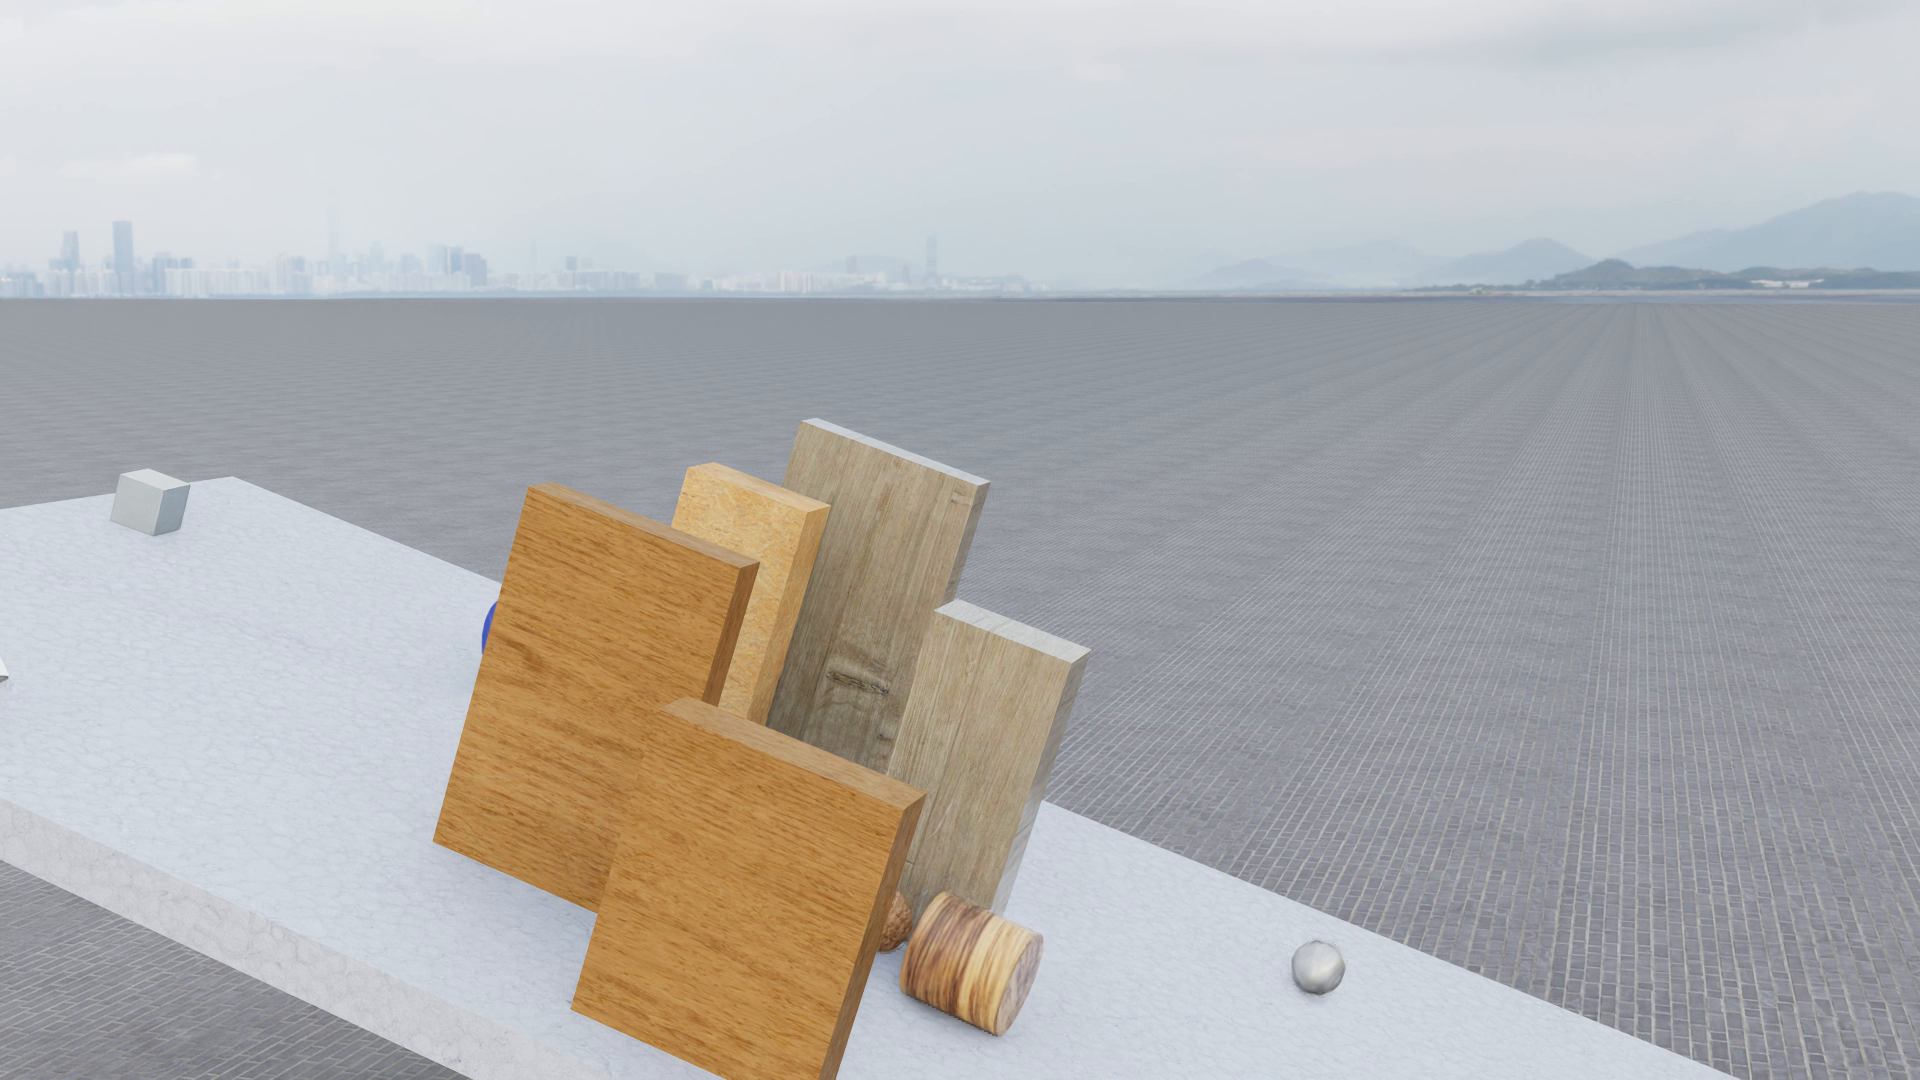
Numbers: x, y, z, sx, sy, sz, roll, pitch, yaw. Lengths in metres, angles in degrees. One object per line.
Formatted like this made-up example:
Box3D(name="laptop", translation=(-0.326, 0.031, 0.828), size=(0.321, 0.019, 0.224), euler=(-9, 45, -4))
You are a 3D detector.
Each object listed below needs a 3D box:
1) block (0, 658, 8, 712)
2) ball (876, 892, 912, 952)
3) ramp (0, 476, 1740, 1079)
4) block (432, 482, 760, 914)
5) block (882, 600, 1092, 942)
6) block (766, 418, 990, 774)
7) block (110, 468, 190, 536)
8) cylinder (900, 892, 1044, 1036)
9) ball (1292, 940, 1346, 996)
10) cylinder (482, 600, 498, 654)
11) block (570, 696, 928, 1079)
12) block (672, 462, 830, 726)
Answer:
Box3D(name="block", translation=(-1.681, 0.256, 3.670), size=(0.130, 0.130, 0.130), euler=(9, 14, -36))
Box3D(name="ball", translation=(-0.144, 0.683, 3.962), size=(0.117, 0.117, 0.117), euler=(0, 7, 0))
Box3D(name="ramp", translation=(-0.357, 0.675, 4.226), size=(4.000, 0.100, 2.000), euler=(20, 12, 14))
Box3D(name="block", translation=(-0.628, 0.281, 3.767), size=(0.403, 0.661, 0.088), euler=(20, 12, 14))
Box3D(name="block", translation=(0.008, 0.447, 4.062), size=(0.270, 0.606, 0.149), euler=(20, 12, 14))
Box3D(name="block", translation=(-0.244, 0.129, 4.933), size=(0.431, 0.698, 0.098), euler=(20, 12, 14))
Box3D(name="block", translation=(-1.854, -0.086, 5.036), size=(0.112, 0.112, 0.112), euler=(19, 12, 8))
Box3D(name="cylinder", translation=(0.021, 0.732, 3.807), size=(0.186, 0.186, 0.186), euler=(21, 14, 18))
Box3D(name="ball", translation=(0.720, 0.860, 4.422), size=(0.108, 0.108, 0.108), euler=(0, 7, 0))
Box3D(name="cylinder", translation=(-0.932, 0.220, 4.822), size=(0.170, 0.170, 0.170), euler=(8, 0, -39))
Box3D(name="block", translation=(-0.325, 0.552, 3.348), size=(0.409, 0.505, 0.111), euler=(20, 12, 14))
Box3D(name="block", translation=(-0.503, 0.168, 4.624), size=(0.276, 0.598, 0.137), euler=(20, 12, 14))
